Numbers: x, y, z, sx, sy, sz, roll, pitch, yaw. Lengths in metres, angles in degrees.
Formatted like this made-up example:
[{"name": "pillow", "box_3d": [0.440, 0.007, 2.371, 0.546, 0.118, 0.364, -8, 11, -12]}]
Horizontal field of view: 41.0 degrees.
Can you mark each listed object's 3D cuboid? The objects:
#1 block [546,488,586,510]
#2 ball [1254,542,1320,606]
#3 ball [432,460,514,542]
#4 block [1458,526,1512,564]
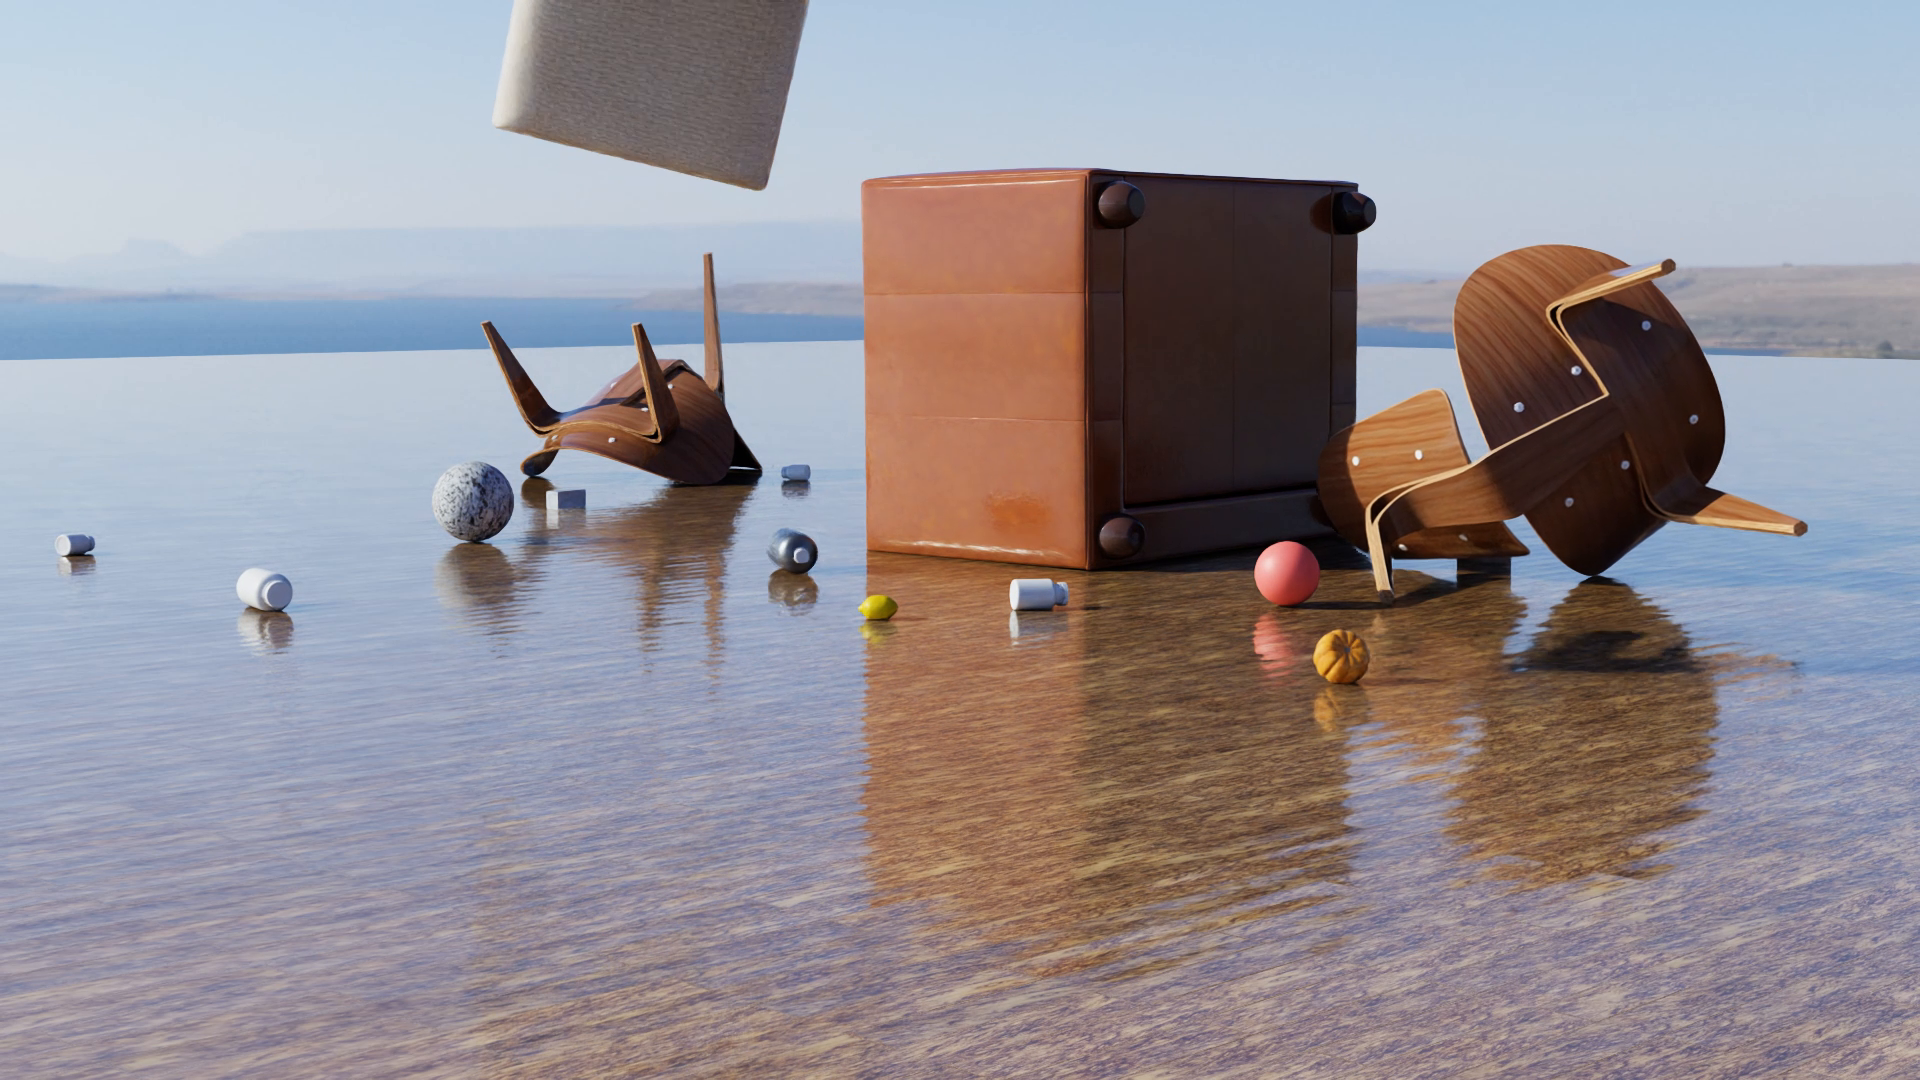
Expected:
[{"name": "block", "box_3d": [-1.122, -0.117, 7.309, 0.044, 0.049, 0.113, 4, 7, 35]}, {"name": "ball", "box_3d": [0.654, 0.067, 5.125, 0.130, 0.130, 0.130, 0, 6, 0]}, {"name": "ball", "box_3d": [-1.207, -0.096, 6.365, 0.200, 0.200, 0.200, 0, 6, 0]}, {"name": "block", "box_3d": [1.214, 0.011, 5.940, 0.097, 0.074, 0.076, -3, 6, -24]}]
